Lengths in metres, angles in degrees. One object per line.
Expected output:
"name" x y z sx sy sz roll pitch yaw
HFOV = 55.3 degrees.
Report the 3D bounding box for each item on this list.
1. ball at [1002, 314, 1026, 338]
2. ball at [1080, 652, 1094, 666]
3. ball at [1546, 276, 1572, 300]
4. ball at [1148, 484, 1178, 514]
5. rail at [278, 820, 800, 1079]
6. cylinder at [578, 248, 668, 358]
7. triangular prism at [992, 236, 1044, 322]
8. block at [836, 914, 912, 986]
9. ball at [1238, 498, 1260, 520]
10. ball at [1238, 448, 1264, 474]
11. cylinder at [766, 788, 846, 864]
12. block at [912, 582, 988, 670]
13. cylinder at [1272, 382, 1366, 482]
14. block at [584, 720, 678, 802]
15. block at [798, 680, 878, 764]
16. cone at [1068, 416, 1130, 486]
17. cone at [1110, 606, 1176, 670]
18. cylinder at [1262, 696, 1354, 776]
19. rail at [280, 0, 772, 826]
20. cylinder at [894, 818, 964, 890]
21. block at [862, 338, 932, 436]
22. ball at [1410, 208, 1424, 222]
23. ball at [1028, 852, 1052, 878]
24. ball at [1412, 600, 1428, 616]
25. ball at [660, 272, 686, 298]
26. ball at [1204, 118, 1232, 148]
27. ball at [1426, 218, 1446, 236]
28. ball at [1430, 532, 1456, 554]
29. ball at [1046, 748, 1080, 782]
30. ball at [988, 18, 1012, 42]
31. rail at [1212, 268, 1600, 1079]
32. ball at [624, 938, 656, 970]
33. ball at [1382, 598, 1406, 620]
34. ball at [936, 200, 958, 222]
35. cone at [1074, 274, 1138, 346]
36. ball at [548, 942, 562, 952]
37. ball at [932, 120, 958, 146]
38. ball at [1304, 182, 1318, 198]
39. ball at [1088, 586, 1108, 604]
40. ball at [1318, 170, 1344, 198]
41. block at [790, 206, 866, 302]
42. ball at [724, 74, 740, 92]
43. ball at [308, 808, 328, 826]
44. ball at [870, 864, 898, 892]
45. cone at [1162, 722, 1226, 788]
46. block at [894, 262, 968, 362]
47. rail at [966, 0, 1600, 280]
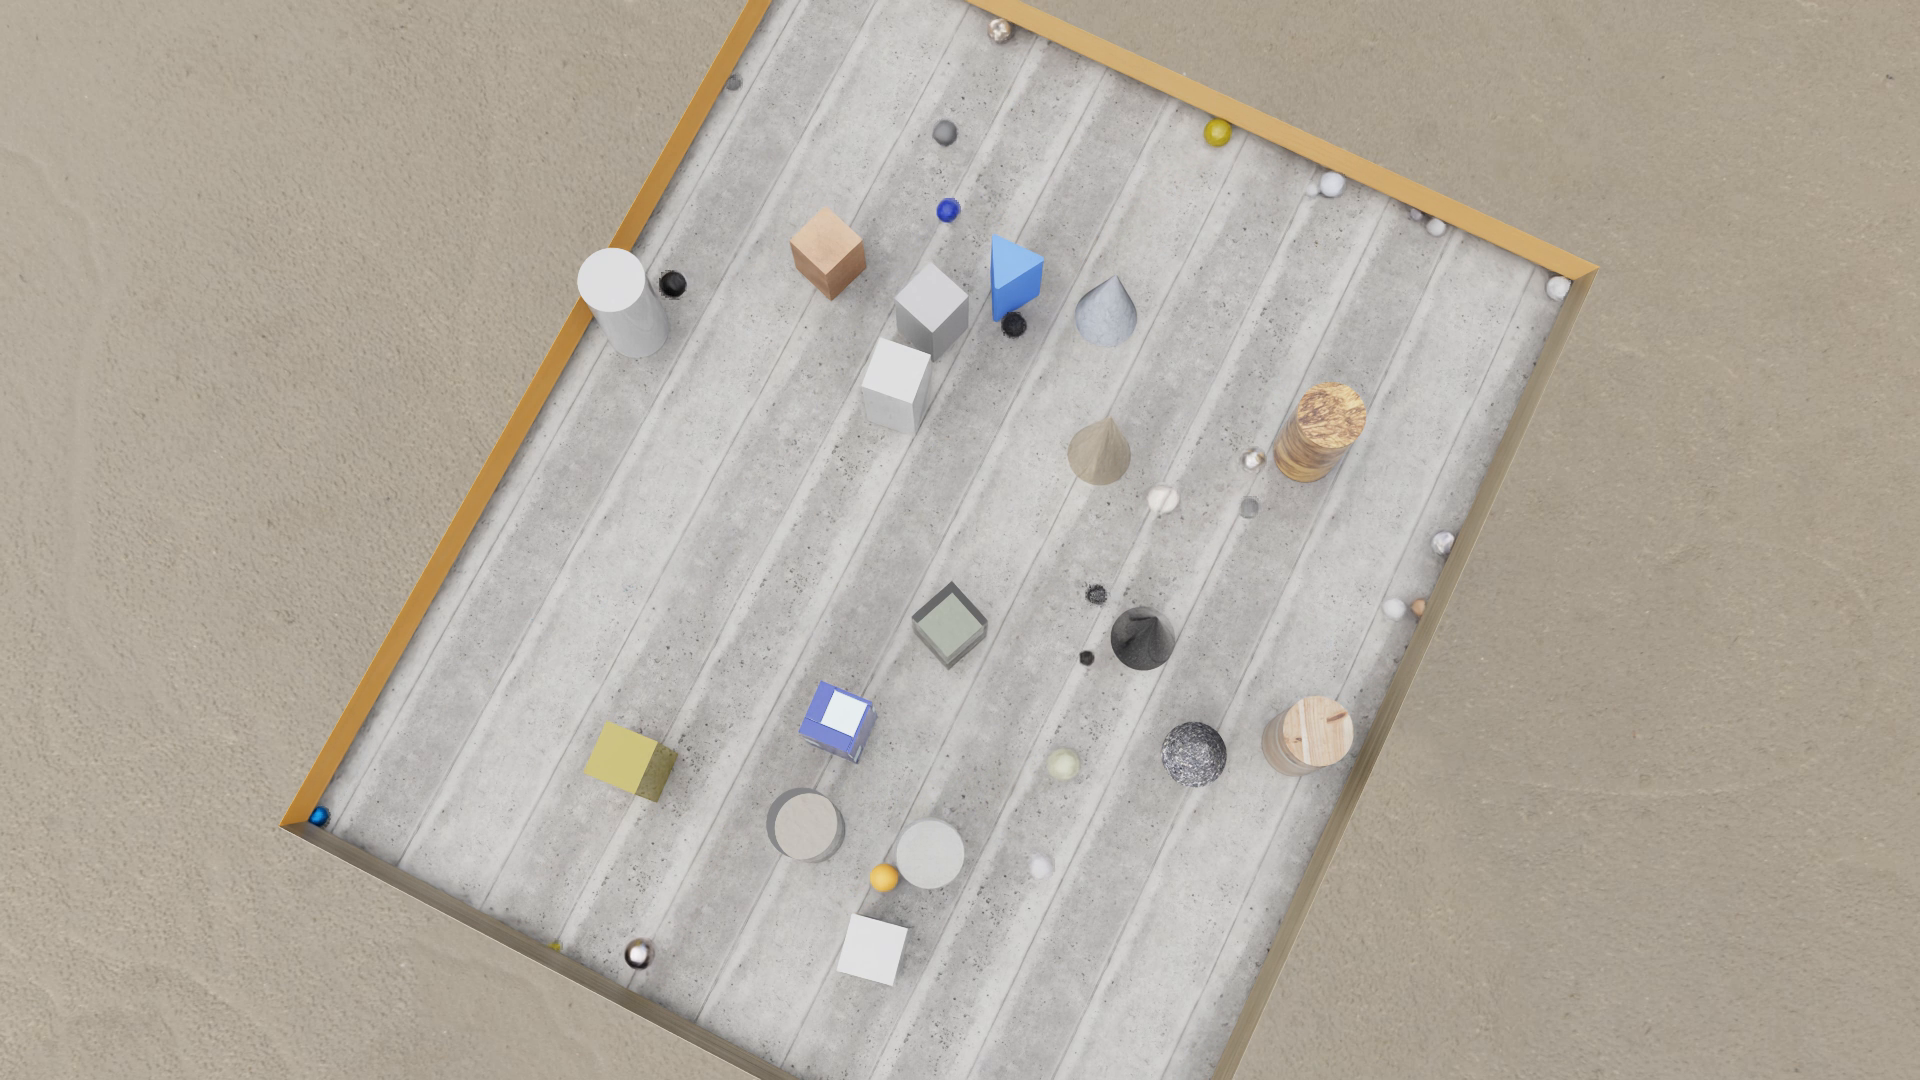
"ball" 0.171 -0.669 5.716 0.076 0.076 0.076 0 78 0
"ball" 0.384 0.357 5.520 0.045 0.045 0.045 0 78 0
"ball" 1.875 -0.790 5.741 0.076 0.076 0.076 0 78 0
"ball" 0.619 -0.127 5.595 0.094 0.094 0.094 0 78 0
"rail" -0.727 1.431 5.254 2.774 0.128 0.045 26 80 5
"cylinder" -1.012 -0.711 5.538 0.197 0.443 0.197 0 78 0
"triangular prism" 0.140 -0.823 5.629 0.170 0.310 0.147 -33 80 -6
"block" -0.239 1.154 5.178 0.157 0.391 0.157 15 79 3
"ball" 0.885 -0.096 5.603 0.064 0.064 0.064 0 78 0
"ball" 0.896 -0.243 5.628 0.077 0.077 0.077 0 78 0
"cylinder" -0.438 0.821 5.252 0.197 0.381 0.197 0 78 0
"block" -0.030 0.256 5.413 0.157 0.295 0.157 -41 81 -8
"cylinder" 1.067 -0.316 5.464 0.197 0.427 0.197 0 78 0
"block" -0.945 0.643 5.287 0.157 0.384 0.157 22 79 4
"block" -0.350 0.533 5.318 0.157 0.368 0.157 22 79 4
"cone" 0.431 -0.309 5.452 0.197 0.447 0.197 0 78 0
"cone" 0.555 0.257 5.356 0.197 0.405 0.197 0 78 0
"cylinder" 1.001 0.572 5.304 0.197 0.380 0.197 0 78 0
"rail" -1.220 -0.590 5.673 0.045 0.128 3.300 26 80 5
"cylinder" -0.086 0.906 5.276 0.197 0.300 0.197 0 78 0
"block" -0.186 -0.456 5.519 0.157 0.375 0.157 19 79 4
"ball" 1.446 -1.032 5.807 0.045 0.045 0.045 0 78 0
"ball" 0.235 0.956 5.380 0.075 0.075 0.075 0 78 0
"ball" 1.394 0.205 5.547 0.052 0.052 0.052 0 78 0
"ball" -0.898 -0.800 5.740 0.083 0.083 0.083 0 78 0
"ball" 0.820 -1.297 5.839 0.090 0.090 0.090 0 78 0
"ball" 1.505 -0.990 5.792 0.058 0.058 0.058 0 78 0
"ball" 1.471 0.009 5.578 0.072 0.072 0.072 0 78 0
"ball" 0.304 0.666 5.429 0.098 0.098 0.098 0 78 0
"ball" 0.129 -1.647 5.920 0.074 0.074 0.074 0 78 0
"rail" 1.220 0.604 5.425 0.045 0.128 3.300 26 80 5
"ball" -0.930 1.204 5.321 0.090 0.090 0.090 0 78 0
"ball" 1.313 0.209 5.537 0.071 0.071 0.071 0 78 0
"ball" -0.040 -1.039 5.795 0.071 0.071 0.071 0 78 0
"cone" 0.459 -0.741 5.570 0.197 0.392 0.197 0 78 0
"ball" -1.184 1.194 5.348 0.042 0.042 0.042 0 78 0
"ball" -0.047 -1.297 5.845 0.079 0.079 0.079 0 78 0
"ball" 1.117 -1.112 5.823 0.047 0.047 0.047 0 78 0
"ball" 0.415 0.167 5.551 0.060 0.060 0.060 0 78 0
"ball" 1.178 -1.128 5.808 0.083 0.083 0.083 0 78 0
"block" -0.407 -0.885 5.675 0.157 0.245 0.157 44 82 8
"ball" -0.732 -1.471 5.894 0.053 0.053 0.053 0 78 0
"ball" -1.899 0.819 5.419 0.055 0.055 0.055 0 78 0
"ball" -0.222 0.989 5.370 0.083 0.083 0.083 0 78 0
"cone" 0.700 0.610 5.330 0.197 0.315 0.197 0 78 0
"block" -0.085 -0.693 5.605 0.157 0.303 0.157 43 81 8
"rail" 0.727 -1.418 5.844 2.774 0.128 0.045 26 80 5
